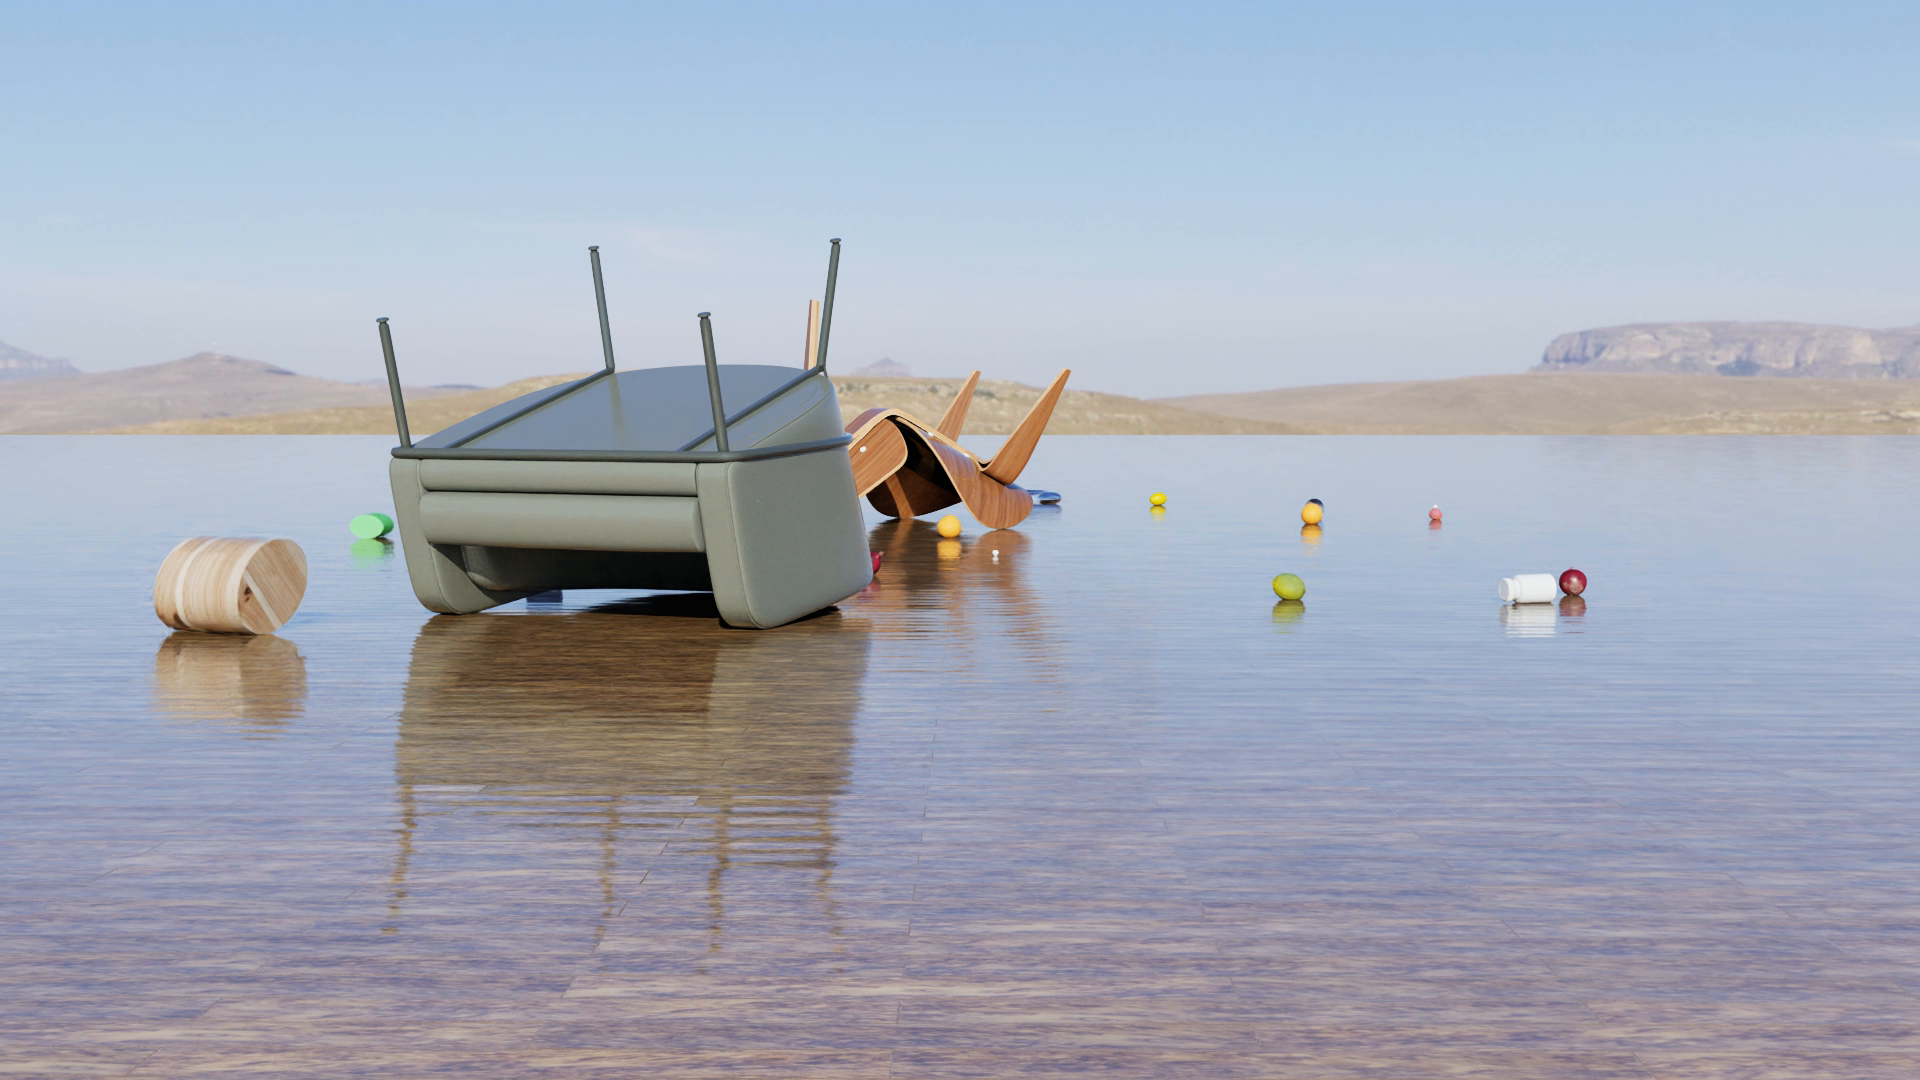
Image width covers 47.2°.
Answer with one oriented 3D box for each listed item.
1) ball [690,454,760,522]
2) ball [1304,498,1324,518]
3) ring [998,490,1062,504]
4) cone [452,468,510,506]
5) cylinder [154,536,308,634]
[{"bbox_3d":[-0.788,-0.173,7.382,0.230,0.230,0.230,0,4,0],"label":"ball"},{"bbox_3d":[1.234,-0.111,7.657,0.069,0.069,0.069,0,4,0],"label":"ball"},{"bbox_3d":[0.274,-0.167,8.609,0.250,0.051,0.256,-1,5,-21],"label":"ring"},{"bbox_3d":[-1.880,-0.173,8.533,0.209,0.151,0.182,-25,34,-26],"label":"cone"},{"bbox_3d":[-1.353,0.083,4.084,0.198,0.155,0.201,2,41,24],"label":"cylinder"}]
